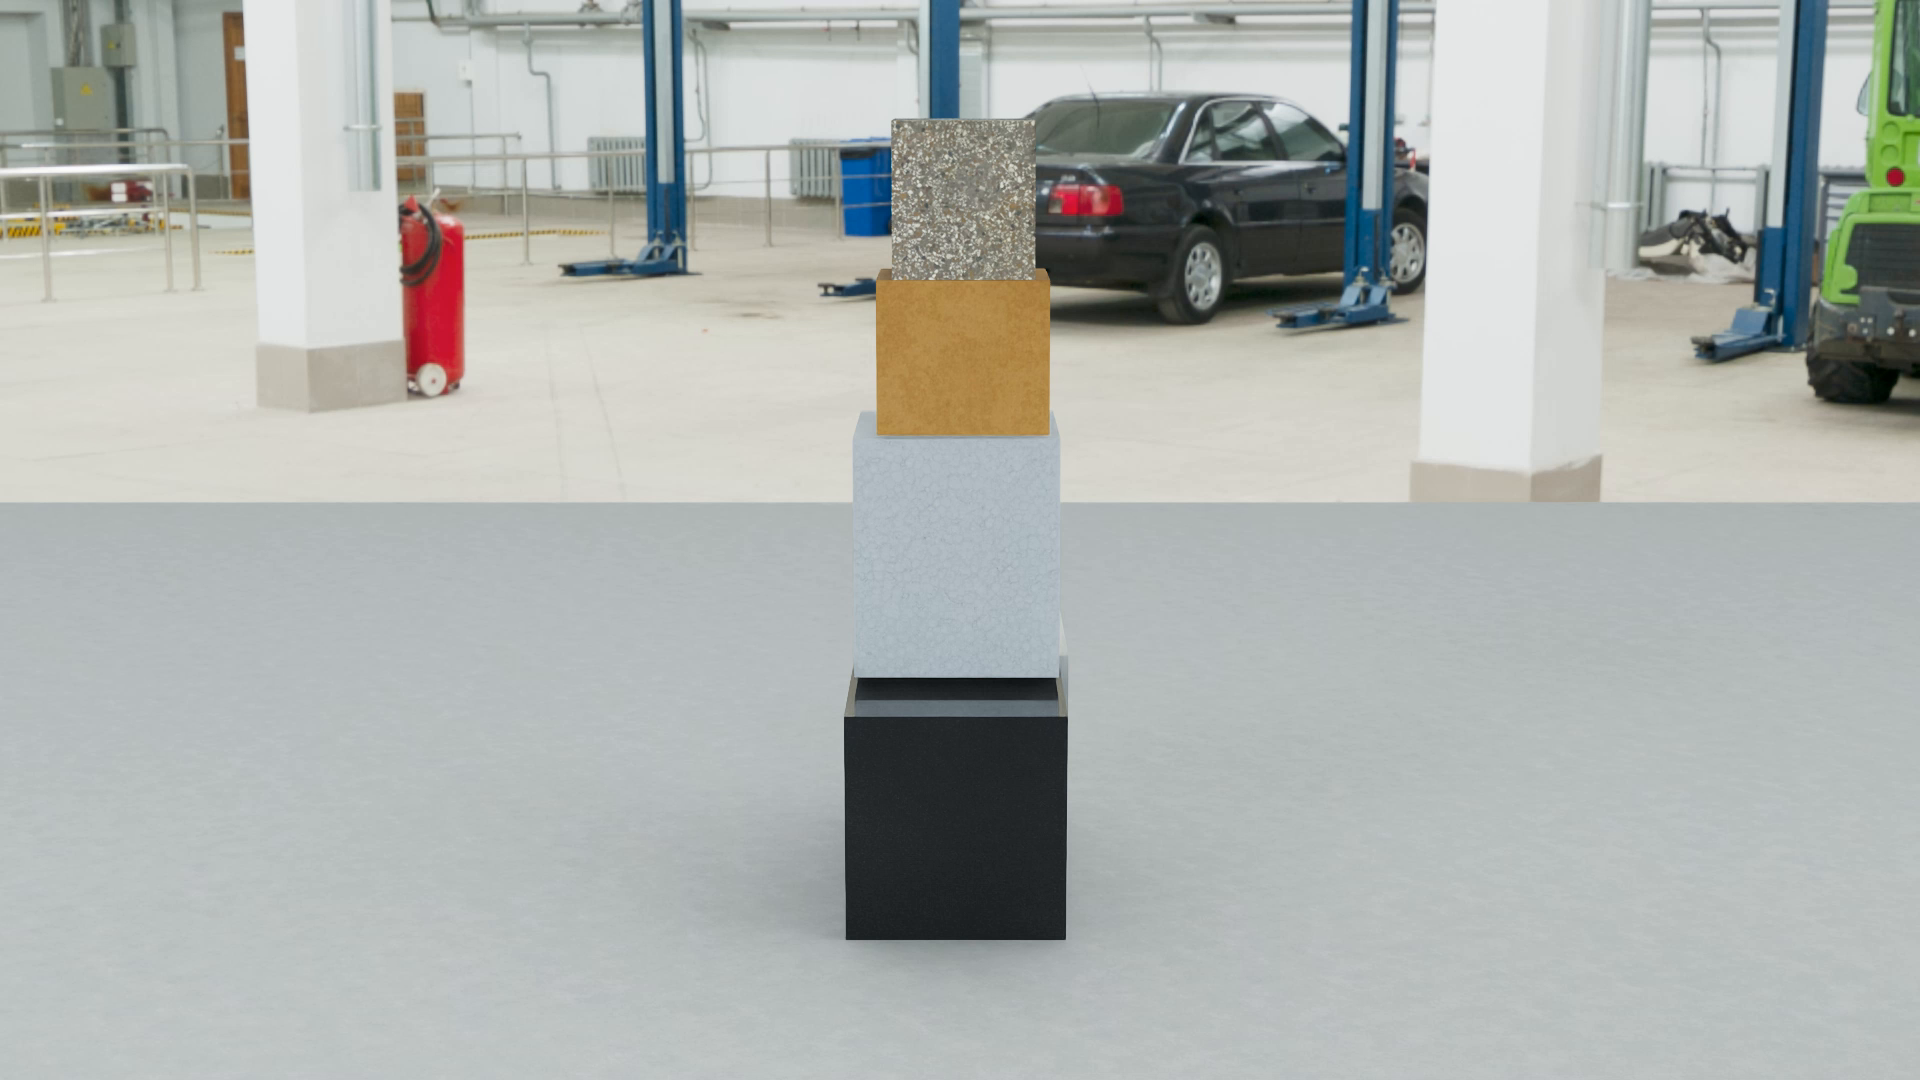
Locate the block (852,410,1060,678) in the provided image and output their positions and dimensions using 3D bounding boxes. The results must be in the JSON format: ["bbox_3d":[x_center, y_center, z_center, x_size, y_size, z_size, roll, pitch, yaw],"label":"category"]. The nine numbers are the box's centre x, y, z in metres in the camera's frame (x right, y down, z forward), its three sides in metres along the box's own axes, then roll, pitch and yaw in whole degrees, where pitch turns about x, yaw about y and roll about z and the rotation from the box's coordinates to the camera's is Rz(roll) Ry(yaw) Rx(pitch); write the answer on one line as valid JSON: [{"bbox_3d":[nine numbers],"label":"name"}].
[{"bbox_3d":[-0.014,-0.002,11.180,0.863,1.014,0.920,0,10,0],"label":"block"}]

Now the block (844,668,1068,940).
[{"bbox_3d":[-0.017,1.100,10.875,0.905,0.945,0.873,0,10,0],"label":"block"}]

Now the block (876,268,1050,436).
[{"bbox_3d":[0.013,-0.819,11.031,0.724,0.646,0.678,0,10,0],"label":"block"}]

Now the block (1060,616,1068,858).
[{"bbox_3d":[0.004,0.908,11.794,0.942,0.995,0.984,0,10,0],"label":"block"}]

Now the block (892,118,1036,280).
[{"bbox_3d":[0.015,-1.458,10.915,0.597,0.653,0.603,0,10,0],"label":"block"}]
